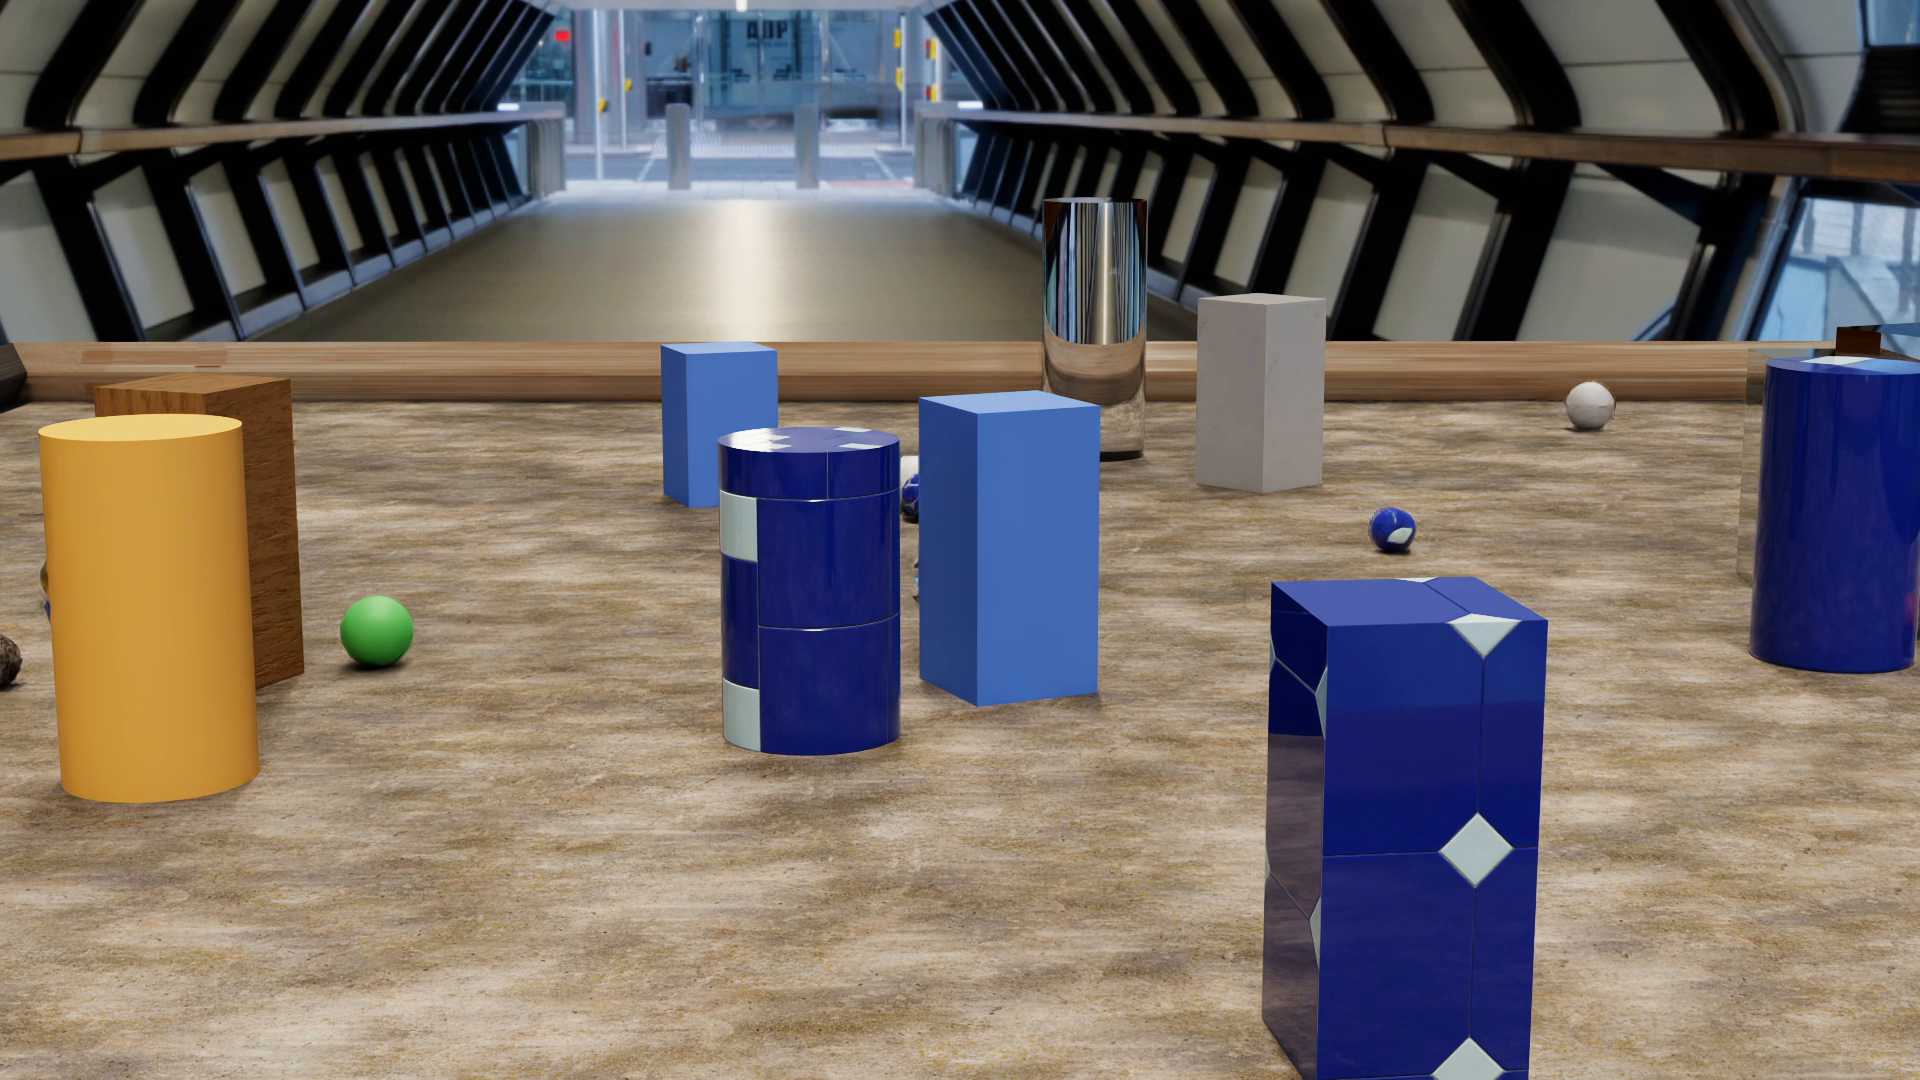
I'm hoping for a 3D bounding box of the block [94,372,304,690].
[{"bbox_3d":[-0.898,-0.007,3.037,0.157,0.359,0.157,4,11,22],"label":"block"}]

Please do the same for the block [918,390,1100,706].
[{"bbox_3d":[0.056,0.006,3.020,0.157,0.340,0.157,-5,12,-25],"label":"block"}]

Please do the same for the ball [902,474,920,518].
[{"bbox_3d":[-0.056,-0.072,4.155,0.078,0.078,0.078,0,10,0],"label":"ball"}]

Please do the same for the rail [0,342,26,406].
[{"bbox_3d":[-2.036,0.035,3.437,0.045,0.128,4.434,0,10,0],"label":"rail"}]

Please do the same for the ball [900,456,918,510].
[{"bbox_3d":[-0.079,-0.094,4.241,0.091,0.091,0.091,0,10,0],"label":"ball"}]

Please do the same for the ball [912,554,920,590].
[{"bbox_3d":[-0.030,0.044,3.544,0.074,0.074,0.074,0,10,0],"label":"ball"}]

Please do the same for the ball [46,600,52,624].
[{"bbox_3d":[-1.153,0.091,3.326,0.061,0.061,0.061,0,10,0],"label":"ball"}]

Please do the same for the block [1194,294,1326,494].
[{"bbox_3d":[0.525,-0.260,4.490,0.157,0.326,0.157,-9,14,-41],"label":"block"}]

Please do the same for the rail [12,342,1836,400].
[{"bbox_3d":[-0.013,-0.367,5.605,4.119,0.128,0.045,0,10,0],"label":"rail"}]

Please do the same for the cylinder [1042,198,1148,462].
[{"bbox_3d":[0.251,-0.397,4.817,0.197,0.478,0.197,0,10,0],"label":"cylinder"}]

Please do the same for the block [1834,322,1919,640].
[{"bbox_3d":[1.249,-0.080,3.346,0.157,0.389,0.157,-5,12,-24],"label":"block"}]

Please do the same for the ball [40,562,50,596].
[{"bbox_3d":[-1.226,0.051,3.520,0.069,0.069,0.069,0,10,0],"label":"ball"}]

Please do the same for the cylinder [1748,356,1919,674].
[{"bbox_3d":[1.086,-0.034,3.165,0.197,0.365,0.197,0,10,0],"label":"cylinder"}]

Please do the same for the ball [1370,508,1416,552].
[{"bbox_3d":[0.655,-0.015,3.877,0.067,0.067,0.067,0,10,0],"label":"ball"}]

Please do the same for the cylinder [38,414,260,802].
[{"bbox_3d":[-0.828,0.065,2.628,0.197,0.365,0.197,0,10,0],"label":"cylinder"}]

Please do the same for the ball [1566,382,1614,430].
[{"bbox_3d":[1.270,-0.270,5.173,0.097,0.097,0.097,0,10,0],"label":"ball"}]

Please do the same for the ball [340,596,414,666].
[{"bbox_3d":[-0.714,0.112,3.141,0.087,0.087,0.087,0,10,0],"label":"ball"}]

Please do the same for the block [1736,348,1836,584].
[{"bbox_3d":[1.202,-0.098,3.614,0.157,0.328,0.157,0,11,2],"label":"block"}]

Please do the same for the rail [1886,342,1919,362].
[{"bbox_3d":[2.036,0.031,3.460,0.045,0.128,4.434,0,10,0],"label":"rail"}]

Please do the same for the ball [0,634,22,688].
[{"bbox_3d":[-1.143,0.143,3.030,0.066,0.066,0.066,0,10,0],"label":"ball"}]

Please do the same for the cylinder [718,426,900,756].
[{"bbox_3d":[-0.164,0.052,2.805,0.197,0.327,0.197,0,10,0],"label":"cylinder"}]

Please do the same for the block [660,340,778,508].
[{"bbox_3d":[-0.407,-0.198,4.346,0.157,0.257,0.157,-4,11,-21],"label":"block"}]

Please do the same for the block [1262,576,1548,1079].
[{"bbox_3d":[0.322,0.213,1.887,0.157,0.344,0.157,-1,11,-7],"label":"block"}]
